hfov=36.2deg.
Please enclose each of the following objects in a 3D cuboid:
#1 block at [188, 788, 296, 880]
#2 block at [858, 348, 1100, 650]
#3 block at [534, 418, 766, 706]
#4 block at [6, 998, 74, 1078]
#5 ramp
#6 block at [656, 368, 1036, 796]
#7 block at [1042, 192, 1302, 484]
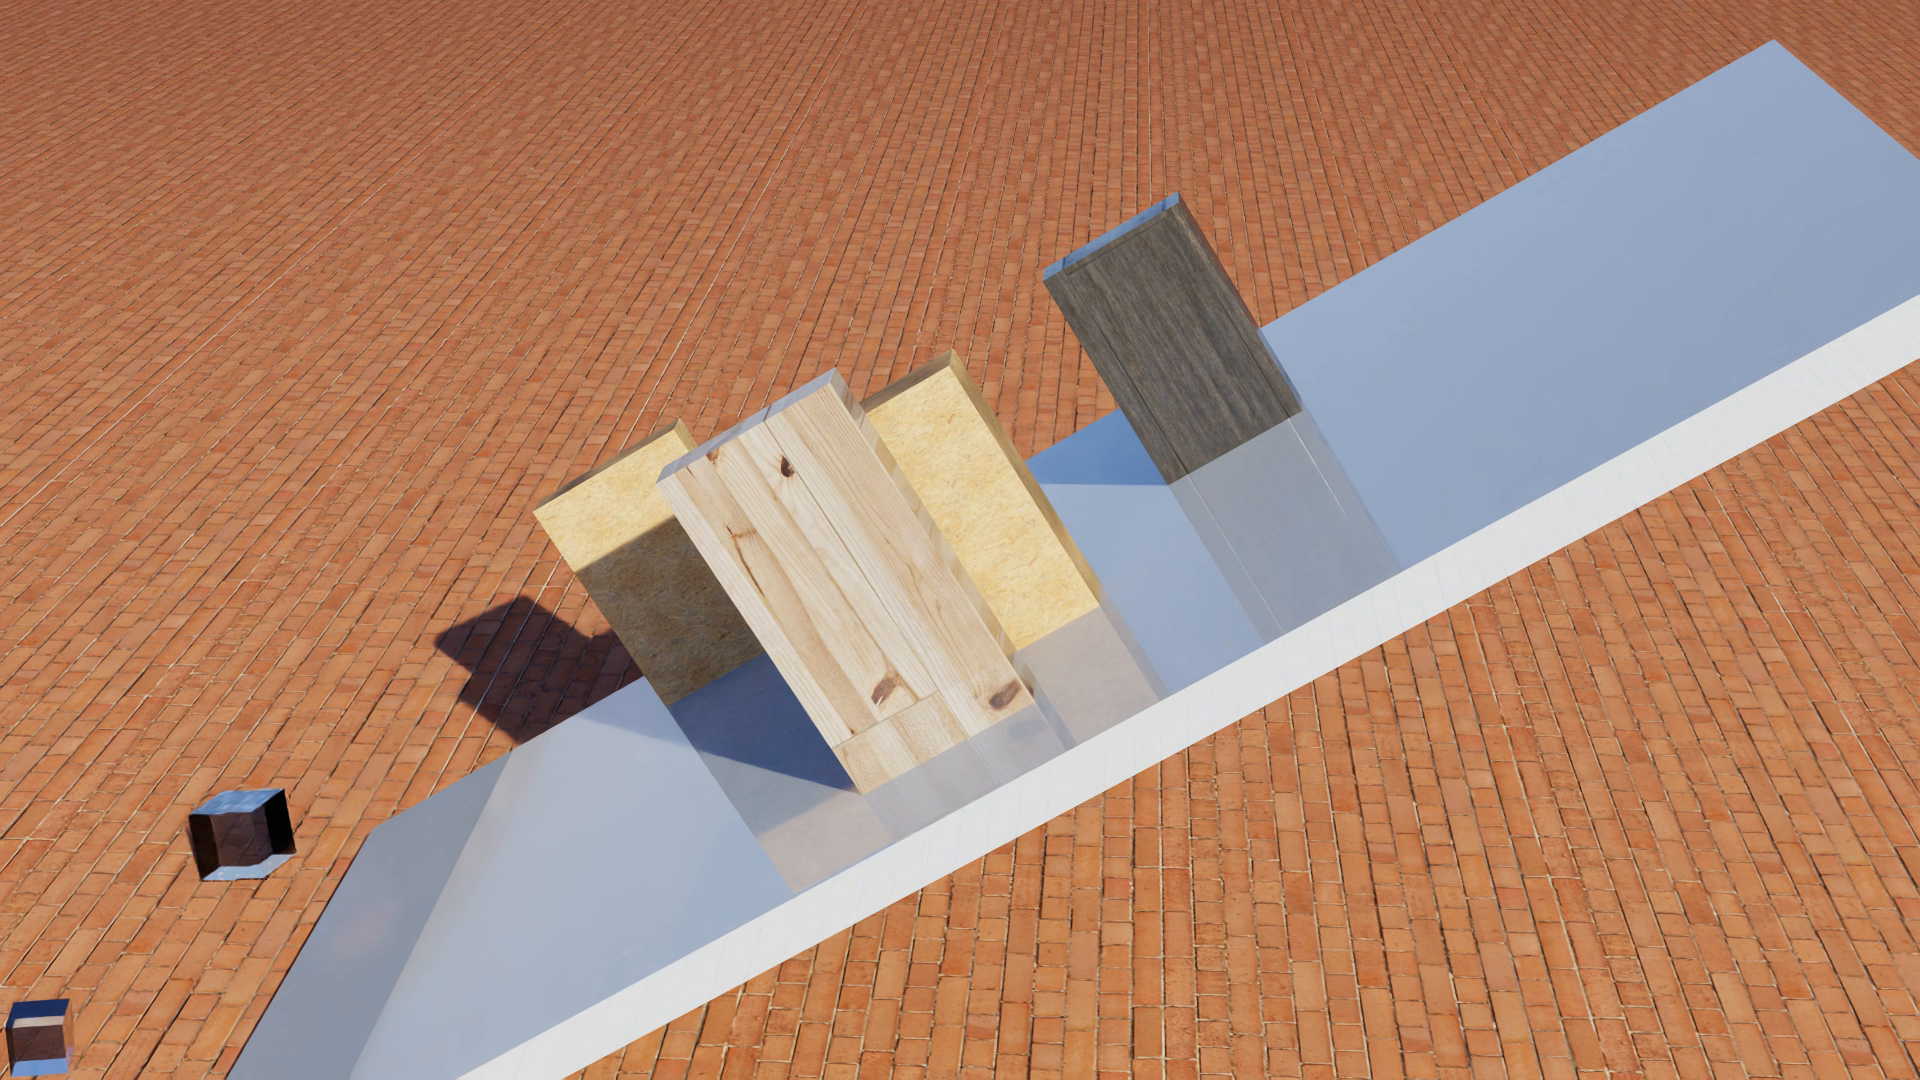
[{"bbox_3d":[-1.847,0.758,7.573,0.179,0.179,0.179,-4,14,17],"label":"block"},{"bbox_3d":[0.030,-0.068,5.934,0.244,0.581,0.132,-29,15,13],"label":"block"},{"bbox_3d":[-0.685,0.057,7.015,0.401,0.576,0.096,-29,15,13],"label":"block"},{"bbox_3d":[-2.081,1.126,6.656,0.124,0.124,0.124,-3,19,-8],"label":"block"},{"bbox_3d":[0.141,0.169,6.288,4.000,0.100,2.000,-29,15,13],"label":"ramp"},{"bbox_3d":[-0.212,0.085,5.631,0.391,0.737,0.109,-29,15,13],"label":"block"},{"bbox_3d":[0.458,-0.431,6.325,0.334,0.529,0.110,-29,15,13],"label":"block"}]
